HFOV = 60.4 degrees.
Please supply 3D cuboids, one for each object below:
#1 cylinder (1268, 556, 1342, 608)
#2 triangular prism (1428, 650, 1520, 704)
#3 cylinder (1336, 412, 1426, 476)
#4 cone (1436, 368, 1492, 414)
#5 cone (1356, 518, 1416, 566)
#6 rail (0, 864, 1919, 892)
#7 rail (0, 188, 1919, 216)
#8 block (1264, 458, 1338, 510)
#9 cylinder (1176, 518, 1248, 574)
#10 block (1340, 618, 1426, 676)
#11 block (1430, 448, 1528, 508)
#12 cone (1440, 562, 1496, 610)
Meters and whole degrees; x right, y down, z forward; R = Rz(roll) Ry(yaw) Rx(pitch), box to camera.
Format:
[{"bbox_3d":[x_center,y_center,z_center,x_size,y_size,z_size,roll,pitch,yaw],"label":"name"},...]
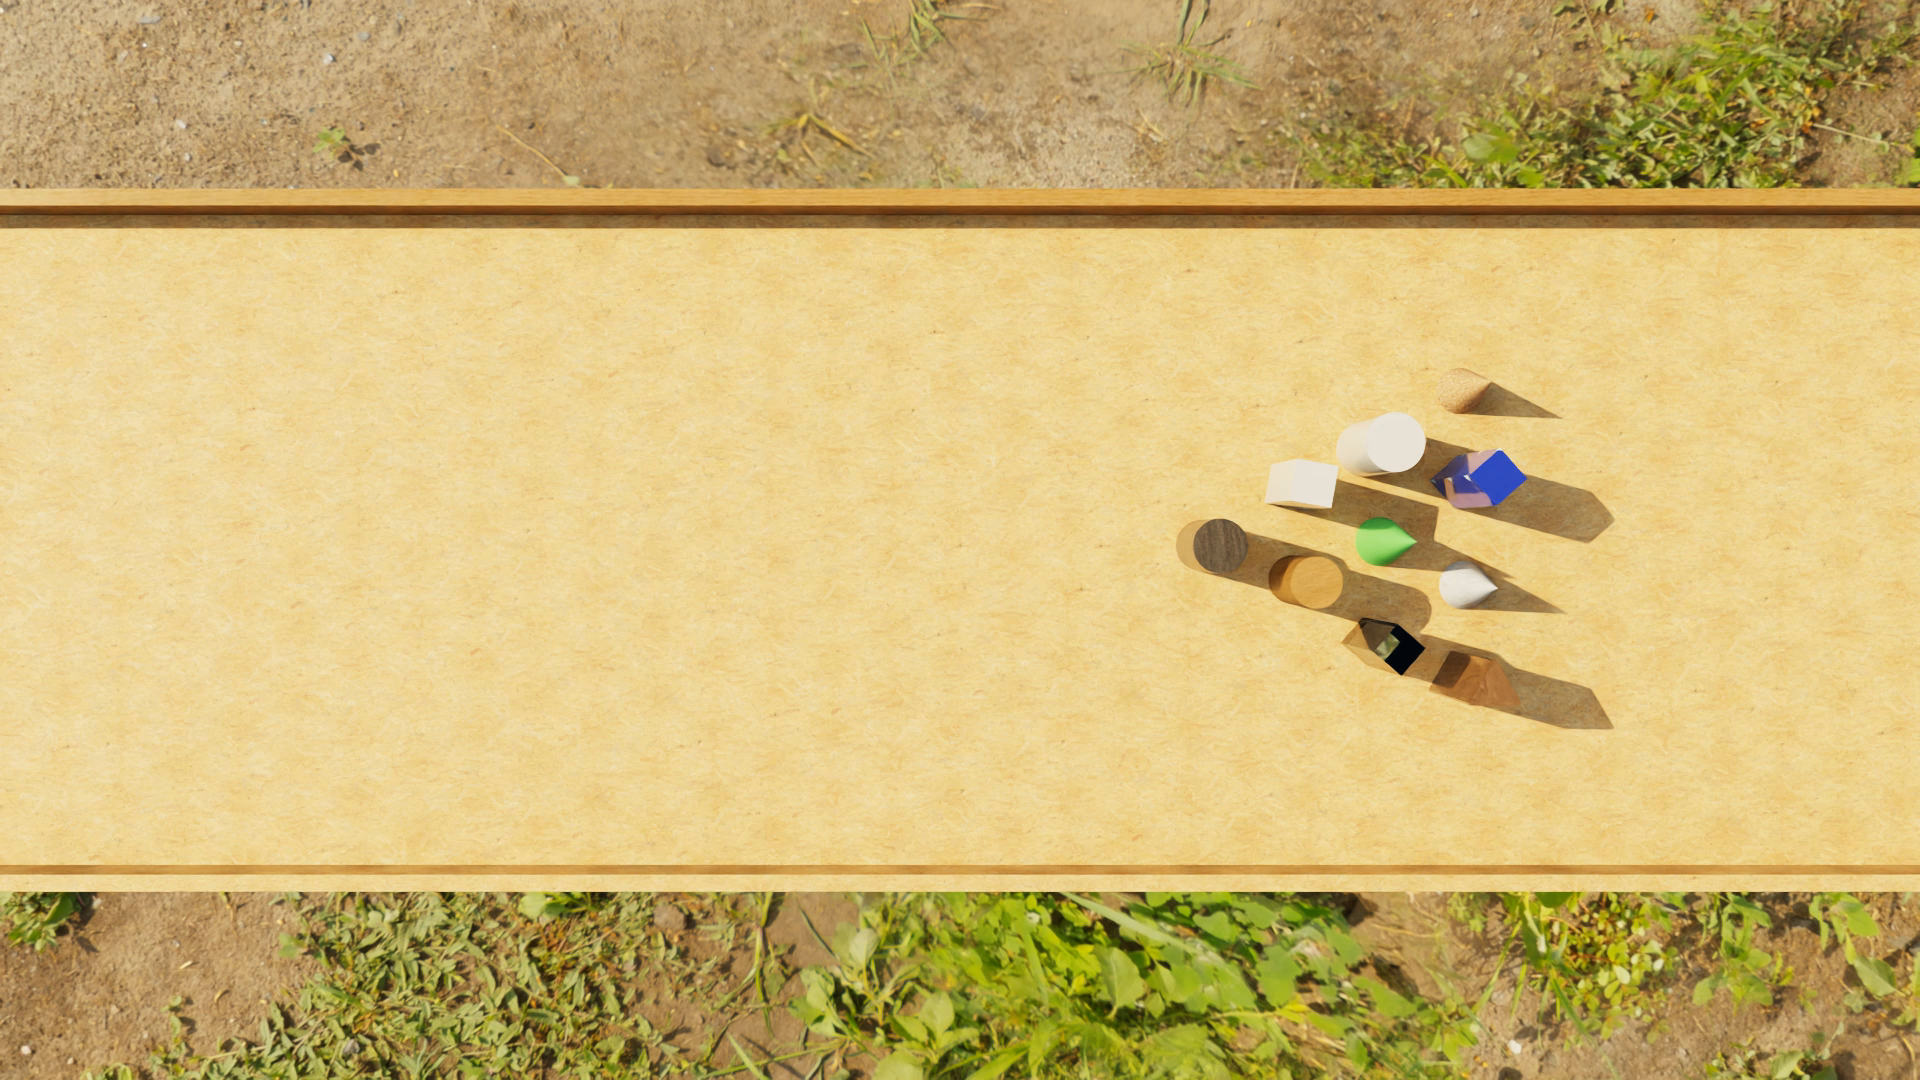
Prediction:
[{"bbox_3d":[1.024,0.122,4.905,0.150,0.342,0.150,0,90,0],"label":"cylinder"},{"bbox_3d":[1.514,0.403,4.870,0.144,0.412,0.125,0,90,0],"label":"triangular prism"},{"bbox_3d":[1.244,-0.280,4.895,0.172,0.364,0.172,0,90,0],"label":"cylinder"},{"bbox_3d":[1.538,-0.459,4.919,0.143,0.316,0.143,0,90,0],"label":"cone"},{"bbox_3d":[1.291,0.005,4.868,0.152,0.418,0.152,0,90,0],"label":"cone"},{"bbox_3d":[-2.247,1.025,5.001,12.000,0.150,0.050,0,90,0],"label":"rail"},{"bbox_3d":[-2.247,-1.025,5.002,12.000,0.150,0.050,0,90,0],"label":"rail"},{"bbox_3d":[1.007,-0.162,4.883,0.121,0.388,0.121,10,90,0],"label":"block"},{"bbox_3d":[0.743,0.017,4.890,0.157,0.373,0.157,0,90,0],"label":"cylinder"},{"bbox_3d":[1.245,0.311,4.874,0.105,0.405,0.105,41,90,0],"label":"block"},{"bbox_3d":[1.527,-0.179,4.876,0.116,0.400,0.116,-41,90,0],"label":"block"},{"bbox_3d":[1.550,0.139,4.916,0.150,0.321,0.150,0,90,0],"label":"cone"}]
